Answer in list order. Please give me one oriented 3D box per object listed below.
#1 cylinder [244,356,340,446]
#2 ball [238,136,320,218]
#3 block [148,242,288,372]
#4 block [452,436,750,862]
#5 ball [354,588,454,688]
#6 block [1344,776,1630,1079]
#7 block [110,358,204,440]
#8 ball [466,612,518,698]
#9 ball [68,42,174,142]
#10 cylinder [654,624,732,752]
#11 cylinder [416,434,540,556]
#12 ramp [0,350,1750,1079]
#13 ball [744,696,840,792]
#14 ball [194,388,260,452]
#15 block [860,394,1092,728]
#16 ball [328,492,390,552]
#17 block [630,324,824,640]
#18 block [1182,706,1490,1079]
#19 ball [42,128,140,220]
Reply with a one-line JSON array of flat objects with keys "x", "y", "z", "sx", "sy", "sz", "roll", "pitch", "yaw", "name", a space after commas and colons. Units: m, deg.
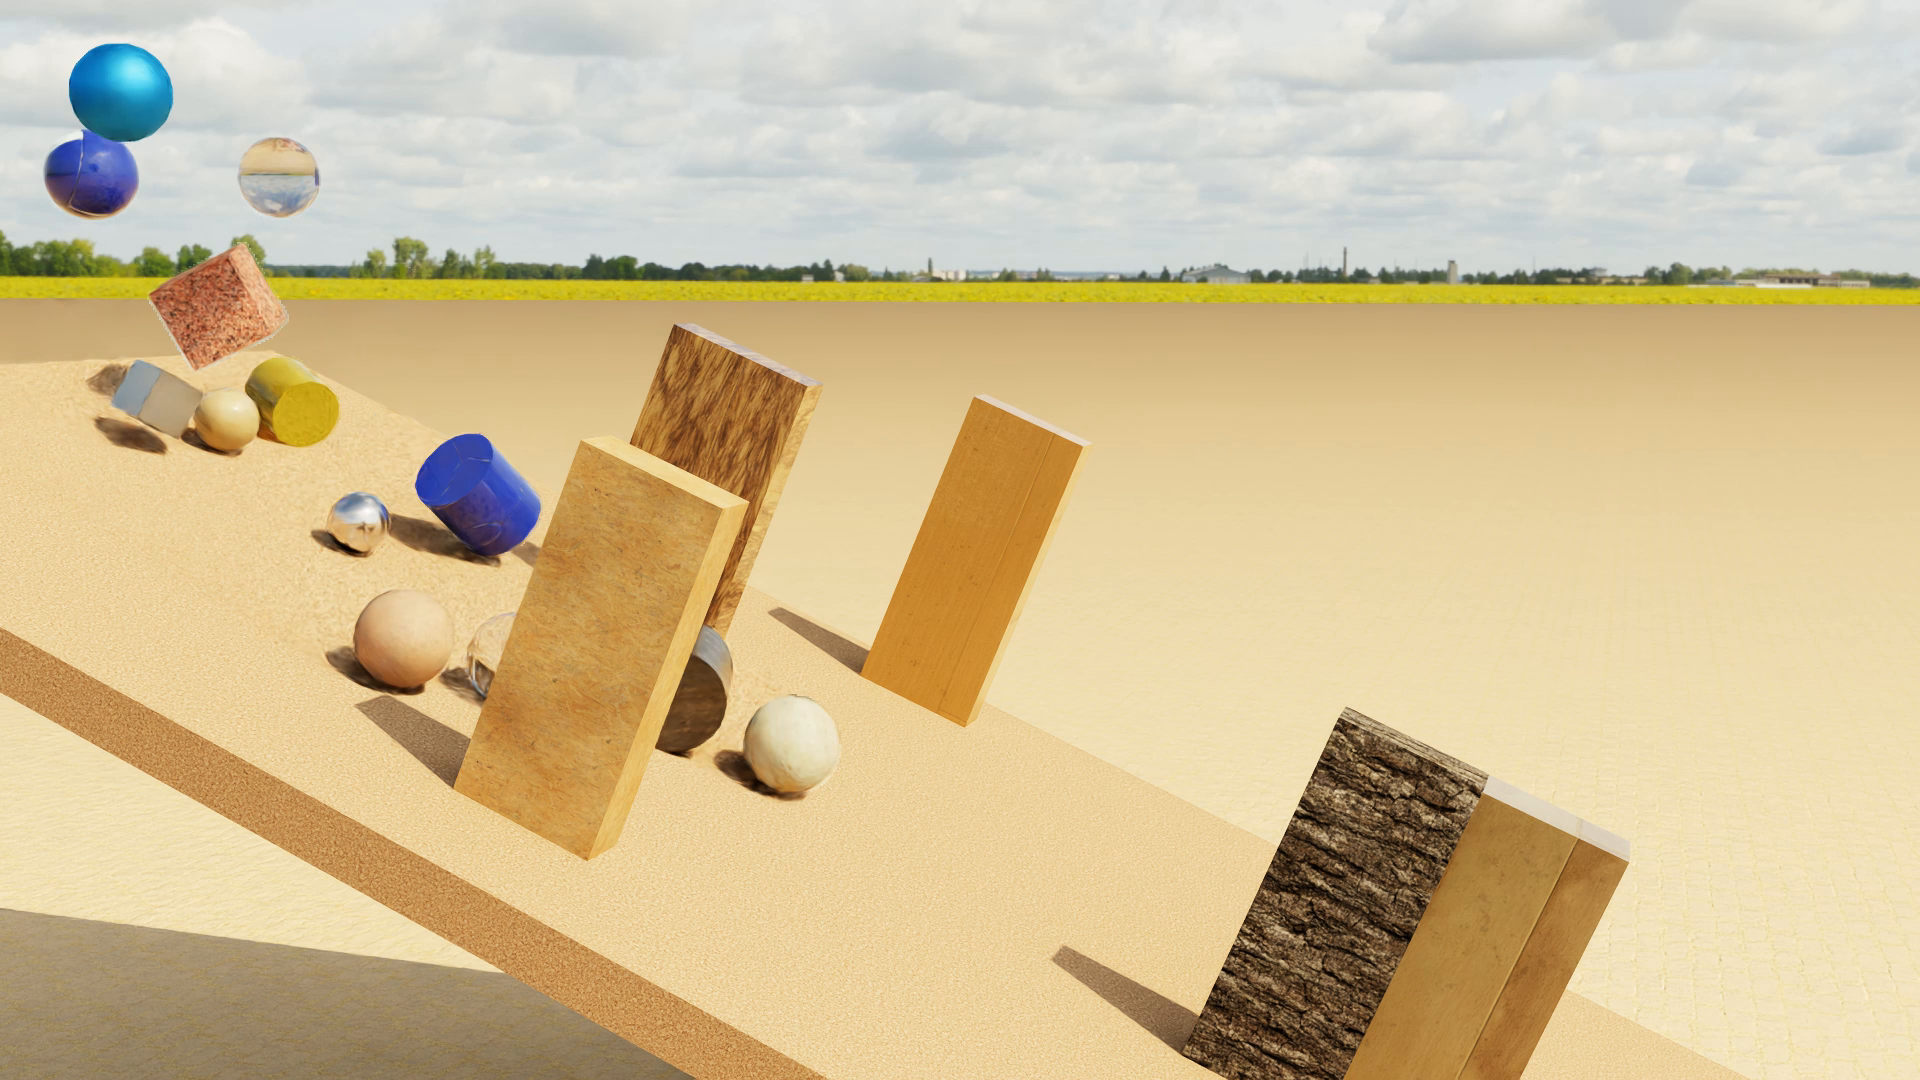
[{"x": -1.501, "y": -0.311, "z": 4.939, "sx": 0.156, "sy": 0.156, "sz": 0.156, "roll": -6, "pitch": 28, "yaw": -40, "name": "cylinder"}, {"x": -1.394, "y": -0.744, "z": 4.504, "sx": 0.164, "sy": 0.164, "sz": 0.164, "roll": 0, "pitch": 7, "yaw": 0, "name": "ball"}, {"x": -1.608, "y": -0.507, "z": 4.776, "sx": 0.186, "sy": 0.186, "sz": 0.186, "roll": -26, "pitch": 18, "yaw": 1, "name": "block"}, {"x": -0.575, "y": 0.172, "z": 3.501, "sx": 0.258, "sy": 0.619, "sz": 0.105, "roll": 25, "pitch": 13, "yaw": 13, "name": "block"}, {"x": -0.971, "y": 0.171, "z": 3.844, "sx": 0.172, "sy": 0.172, "sz": 0.172, "roll": 0, "pitch": 7, "yaw": 0, "name": "ball"}, {"x": 0.897, "y": 0.727, "z": 3.805, "sx": 0.283, "sy": 0.579, "sz": 0.142, "roll": 25, "pitch": 13, "yaw": 13, "name": "block"}, {"x": -1.642, "y": -0.289, "z": 4.499, "sx": 0.109, "sy": 0.109, "sz": 0.109, "roll": 20, "pitch": -12, "yaw": 39, "name": "block"}, {"x": -0.803, "y": 0.215, "z": 3.955, "sx": 0.170, "sy": 0.170, "sz": 0.170, "roll": 0, "pitch": 7, "yaw": 0, "name": "ball"}, {"x": -1.610, "y": -0.858, "z": 4.220, "sx": 0.188, "sy": 0.188, "sz": 0.188, "roll": 0, "pitch": 7, "yaw": 0, "name": "ball"}, {"x": -0.530, "y": 0.271, "z": 4.120, "sx": 0.197, "sy": 0.197, "sz": 0.197, "roll": 0, "pitch": 15, "yaw": -2, "name": "cylinder"}, {"x": -1.013, "y": -0.094, "z": 4.629, "sx": 0.187, "sy": 0.187, "sz": 0.187, "roll": 4, "pitch": -32, "yaw": 31, "name": "cylinder"}, {"x": -0.295, "y": 0.516, "z": 4.188, "sx": 4.000, "sy": 0.100, "sz": 2.000, "roll": 25, "pitch": 13, "yaw": 13, "name": "ramp"}, {"x": -0.313, "y": 0.380, "z": 4.085, "sx": 0.179, "sy": 0.179, "sz": 0.179, "roll": 0, "pitch": 7, "yaw": 0, "name": "ball"}, {"x": -1.558, "y": -0.256, "z": 4.673, "sx": 0.134, "sy": 0.134, "sz": 0.134, "roll": 0, "pitch": 7, "yaw": 0, "name": "ball"}, {"x": 0.033, "y": 0.047, "z": 4.871, "sx": 0.267, "sy": 0.685, "sz": 0.090, "roll": 25, "pitch": 13, "yaw": 13, "name": "block"}, {"x": -1.203, "y": -0.036, "z": 4.403, "sx": 0.122, "sy": 0.122, "sz": 0.122, "roll": 0, "pitch": 7, "yaw": 0, "name": "ball"}, {"x": -0.553, "y": -0.101, "z": 4.614, "sx": 0.319, "sy": 0.629, "sz": 0.095, "roll": 25, "pitch": 13, "yaw": 13, "name": "block"}, {"x": 0.614, "y": 0.621, "z": 3.622, "sx": 0.253, "sy": 0.641, "sz": 0.094, "roll": 25, "pitch": 13, "yaw": 13, "name": "block"}, {"x": -1.861, "y": -0.783, "z": 4.713, "sx": 0.193, "sy": 0.193, "sz": 0.193, "roll": 0, "pitch": 7, "yaw": 0, "name": "ball"}]
